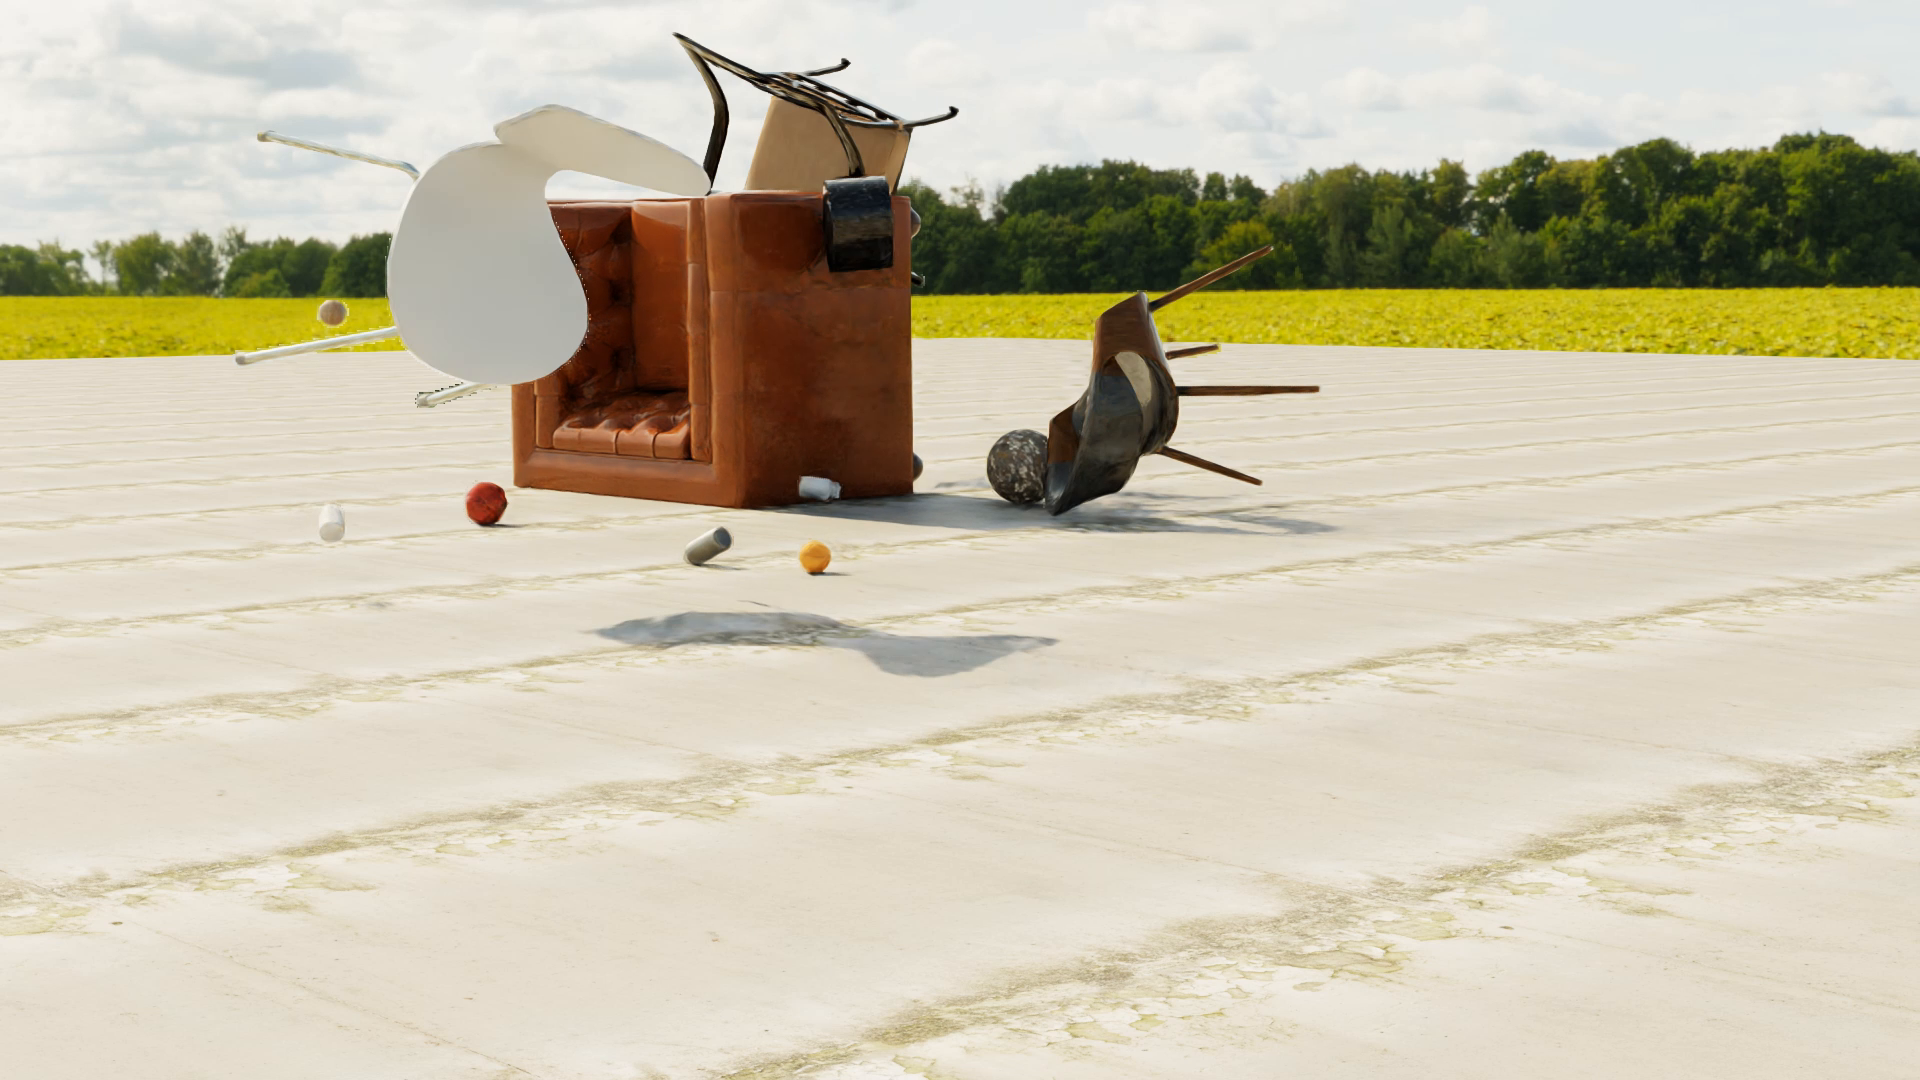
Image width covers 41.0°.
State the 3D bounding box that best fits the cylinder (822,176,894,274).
[{"bbox_3d":[-0.290,-0.891,7.247,0.168,0.257,0.313,-5,-9,-7],"label":"cylinder"}]

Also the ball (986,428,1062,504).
[{"bbox_3d":[0.185,-0.212,7.401,0.218,0.218,0.218,0,6,0],"label":"ball"}]

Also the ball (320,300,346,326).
[{"bbox_3d":[-1.760,-0.638,7.198,0.074,0.074,0.074,0,6,0],"label":"ball"}]
